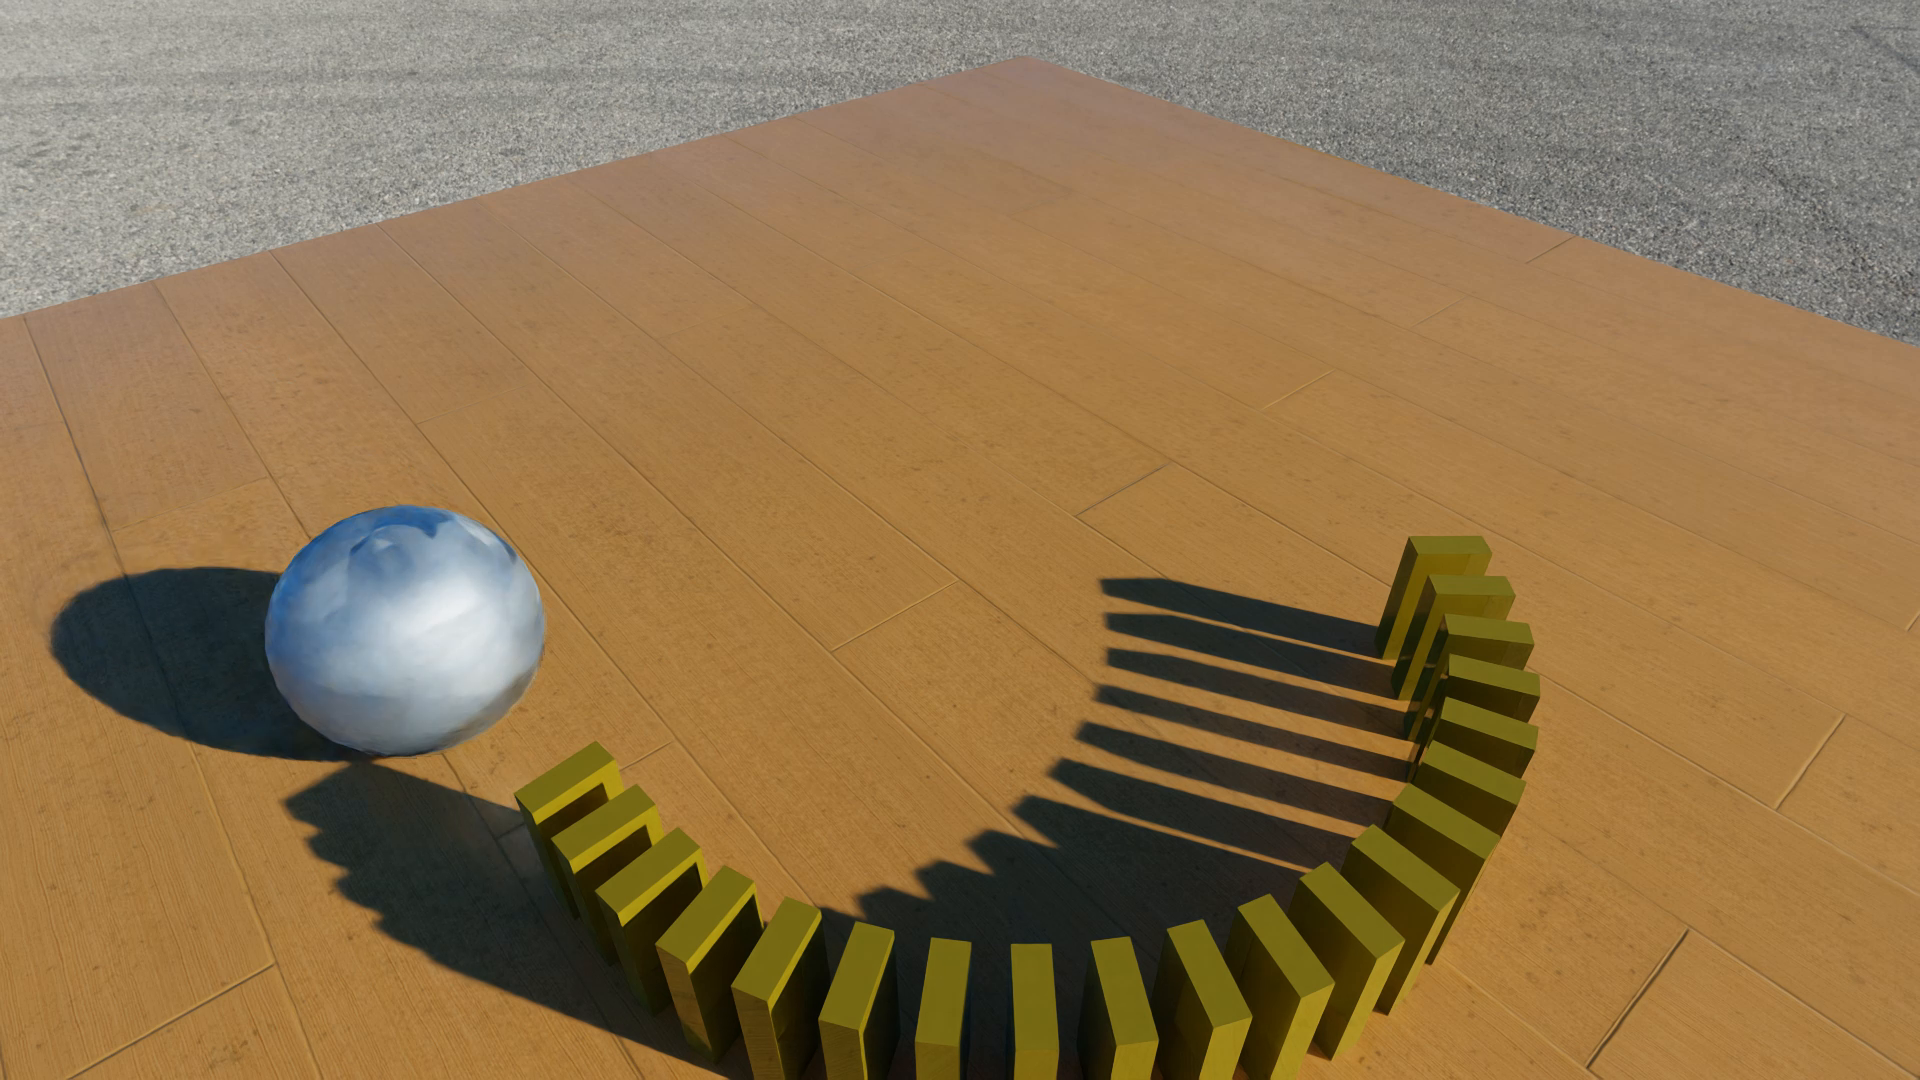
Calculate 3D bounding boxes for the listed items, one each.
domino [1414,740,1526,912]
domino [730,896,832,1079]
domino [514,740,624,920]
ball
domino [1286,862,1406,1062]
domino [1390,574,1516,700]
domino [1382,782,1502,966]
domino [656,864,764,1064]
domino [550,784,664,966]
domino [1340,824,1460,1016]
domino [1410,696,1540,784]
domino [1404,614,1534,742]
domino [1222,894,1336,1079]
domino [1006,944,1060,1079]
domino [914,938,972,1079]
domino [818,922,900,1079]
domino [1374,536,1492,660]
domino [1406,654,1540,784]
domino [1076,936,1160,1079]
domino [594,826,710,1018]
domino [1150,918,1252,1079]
[{"bbox_3d":[0.138,0.082,0.312,0.025,0.050,0.010,24,45,27],"label":"domino"},{"bbox_3d":[-0.043,0.114,0.272,0.010,0.050,0.025,15,42,17],"label":"domino"},{"bbox_3d":[-0.106,0.083,0.311,0.010,0.050,0.025,31,49,32],"label":"domino"},{"bbox_3d":[-0.176,0.029,0.353,0.080,0.080,0.080,0,39,0],"label":"ball"},{"bbox_3d":[0.094,0.108,0.280,0.009,0.050,0.025,-21,44,-24],"label":"domino"},{"bbox_3d":[0.165,0.034,0.370,0.025,0.050,0.010,1,39,2],"label":"domino"},{"bbox_3d":[0.125,0.092,0.300,0.025,0.050,0.009,31,48,32],"label":"domino"},{"bbox_3d":[-0.061,0.108,0.279,0.009,0.050,0.025,20,44,23],"label":"domino"},{"bbox_3d":[-0.092,0.092,0.299,0.025,0.050,0.009,-32,49,-33],"label":"domino"},{"bbox_3d":[0.111,0.100,0.289,0.009,0.050,0.025,-27,47,-29],"label":"domino"},{"bbox_3d":[0.149,0.071,0.325,0.025,0.050,0.009,18,43,21],"label":"domino"},{"bbox_3d":[0.163,0.047,0.355,0.025,0.050,0.009,7,40,8],"label":"domino"},{"bbox_3d":[0.076,0.114,0.273,0.009,0.050,0.025,-15,42,-18],"label":"domino"},{"bbox_3d":[0.017,0.122,0.263,0.009,0.050,0.025,0,39,0],"label":"domino"},{"bbox_3d":[-0.004,0.121,0.264,0.009,0.050,0.025,5,40,6],"label":"domino"},{"bbox_3d":[-0.023,0.118,0.267,0.010,0.050,0.025,10,40,12],"label":"domino"},{"bbox_3d":[0.165,0.021,0.386,0.025,0.050,0.010,0,39,0],"label":"domino"},{"bbox_3d":[0.157,0.059,0.339,0.025,0.050,0.009,13,41,16],"label":"domino"},{"bbox_3d":[0.037,0.121,0.264,0.010,0.050,0.025,-5,40,-6],"label":"domino"},{"bbox_3d":[-0.077,0.101,0.288,0.009,0.050,0.025,29,48,31],"label":"domino"},{"bbox_3d":[0.057,0.118,0.267,0.009,0.050,0.025,-10,40,-12],"label":"domino"}]
